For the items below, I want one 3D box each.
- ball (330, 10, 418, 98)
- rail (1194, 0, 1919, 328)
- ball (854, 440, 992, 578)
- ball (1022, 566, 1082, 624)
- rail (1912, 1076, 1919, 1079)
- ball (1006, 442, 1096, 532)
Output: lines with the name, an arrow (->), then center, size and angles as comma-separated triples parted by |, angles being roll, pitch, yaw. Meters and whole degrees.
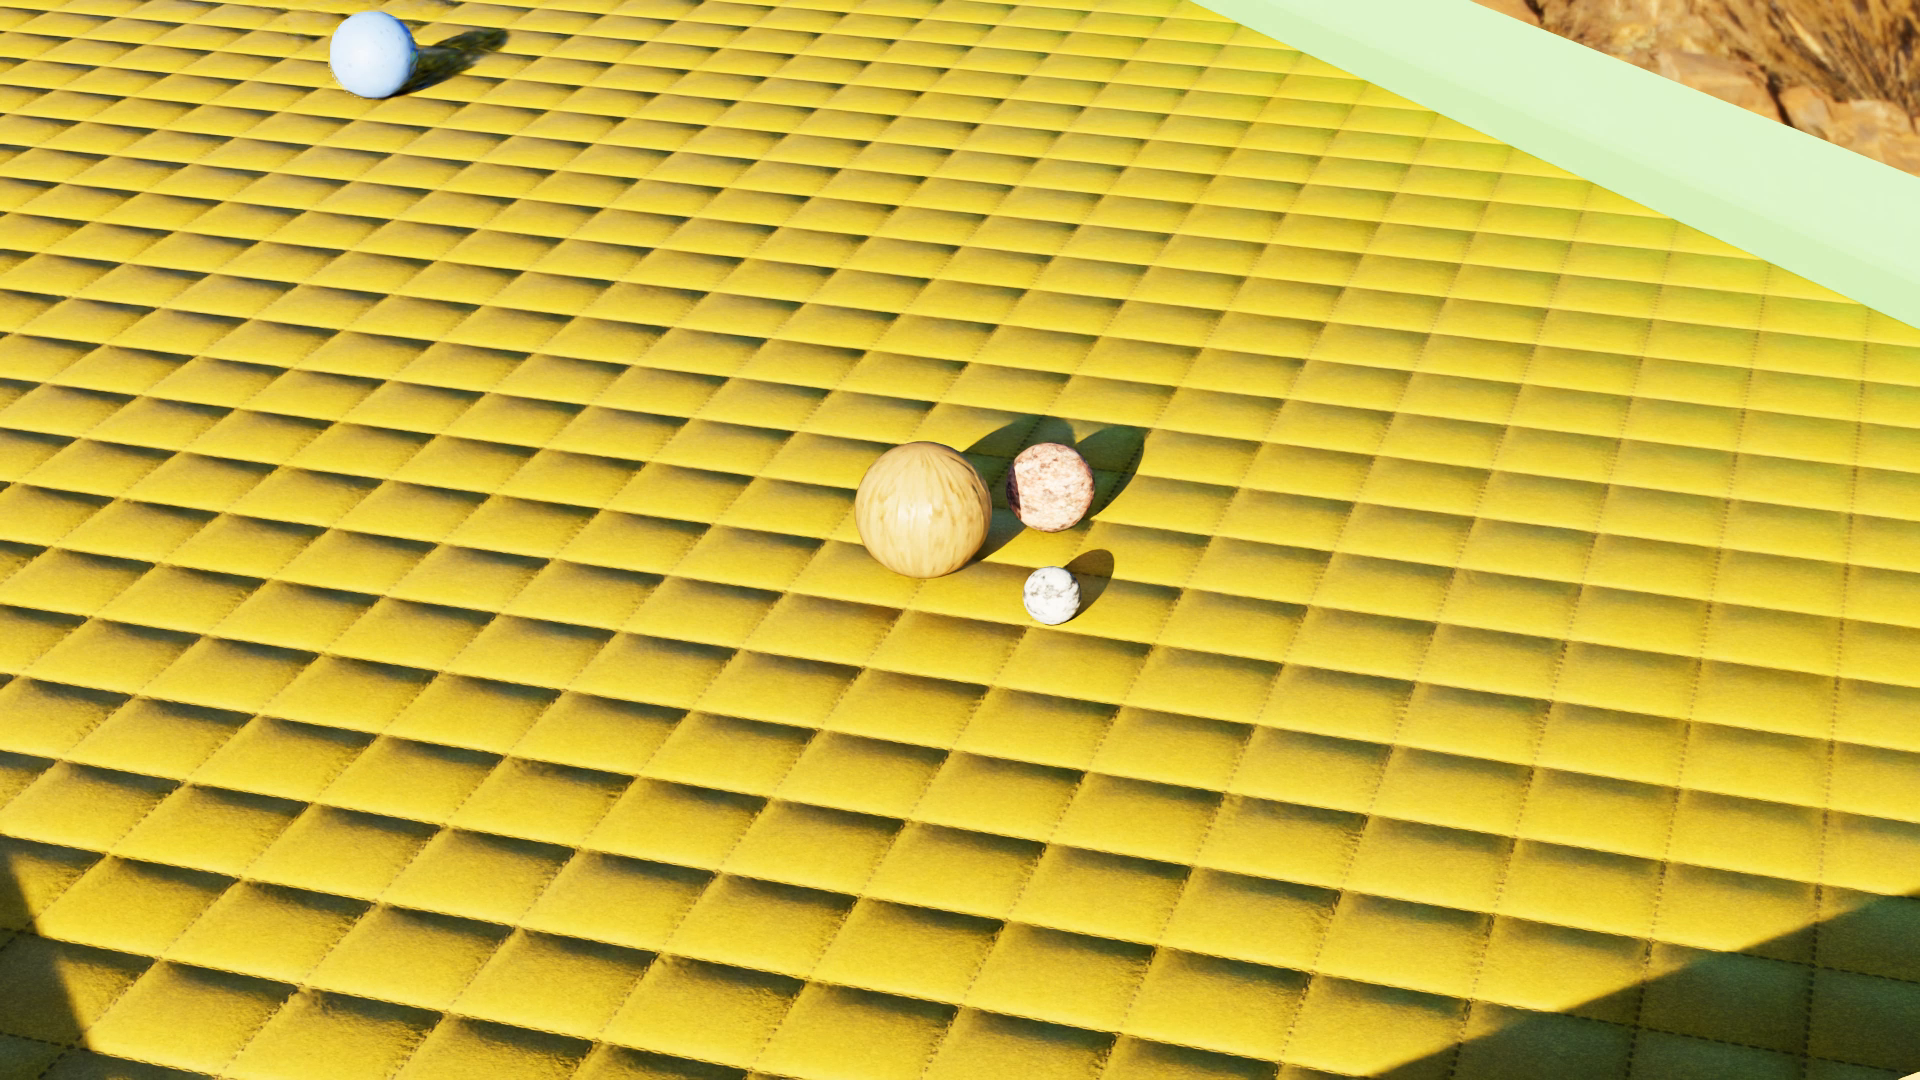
ball -> -0.613, -0.508, 3.076 | 0.091, 0.091, 0.091 | 0, 26, 0
rail -> 0.412, -0.548, 3.118 | 0.045, 0.126, 3.477 | -13, 29, -25
ball -> -0.026, -0.021, 2.061 | 0.097, 0.097, 0.097 | 0, 26, 0
ball -> 0.063, 0.038, 2.004 | 0.040, 0.040, 0.040 | 0, 26, 0
rail -> 0.394, 0.298, 1.364 | 1.896, 0.126, 0.045 | -13, 29, -25
ball -> 0.066, -0.038, 2.133 | 0.065, 0.065, 0.065 | 0, 26, 0
